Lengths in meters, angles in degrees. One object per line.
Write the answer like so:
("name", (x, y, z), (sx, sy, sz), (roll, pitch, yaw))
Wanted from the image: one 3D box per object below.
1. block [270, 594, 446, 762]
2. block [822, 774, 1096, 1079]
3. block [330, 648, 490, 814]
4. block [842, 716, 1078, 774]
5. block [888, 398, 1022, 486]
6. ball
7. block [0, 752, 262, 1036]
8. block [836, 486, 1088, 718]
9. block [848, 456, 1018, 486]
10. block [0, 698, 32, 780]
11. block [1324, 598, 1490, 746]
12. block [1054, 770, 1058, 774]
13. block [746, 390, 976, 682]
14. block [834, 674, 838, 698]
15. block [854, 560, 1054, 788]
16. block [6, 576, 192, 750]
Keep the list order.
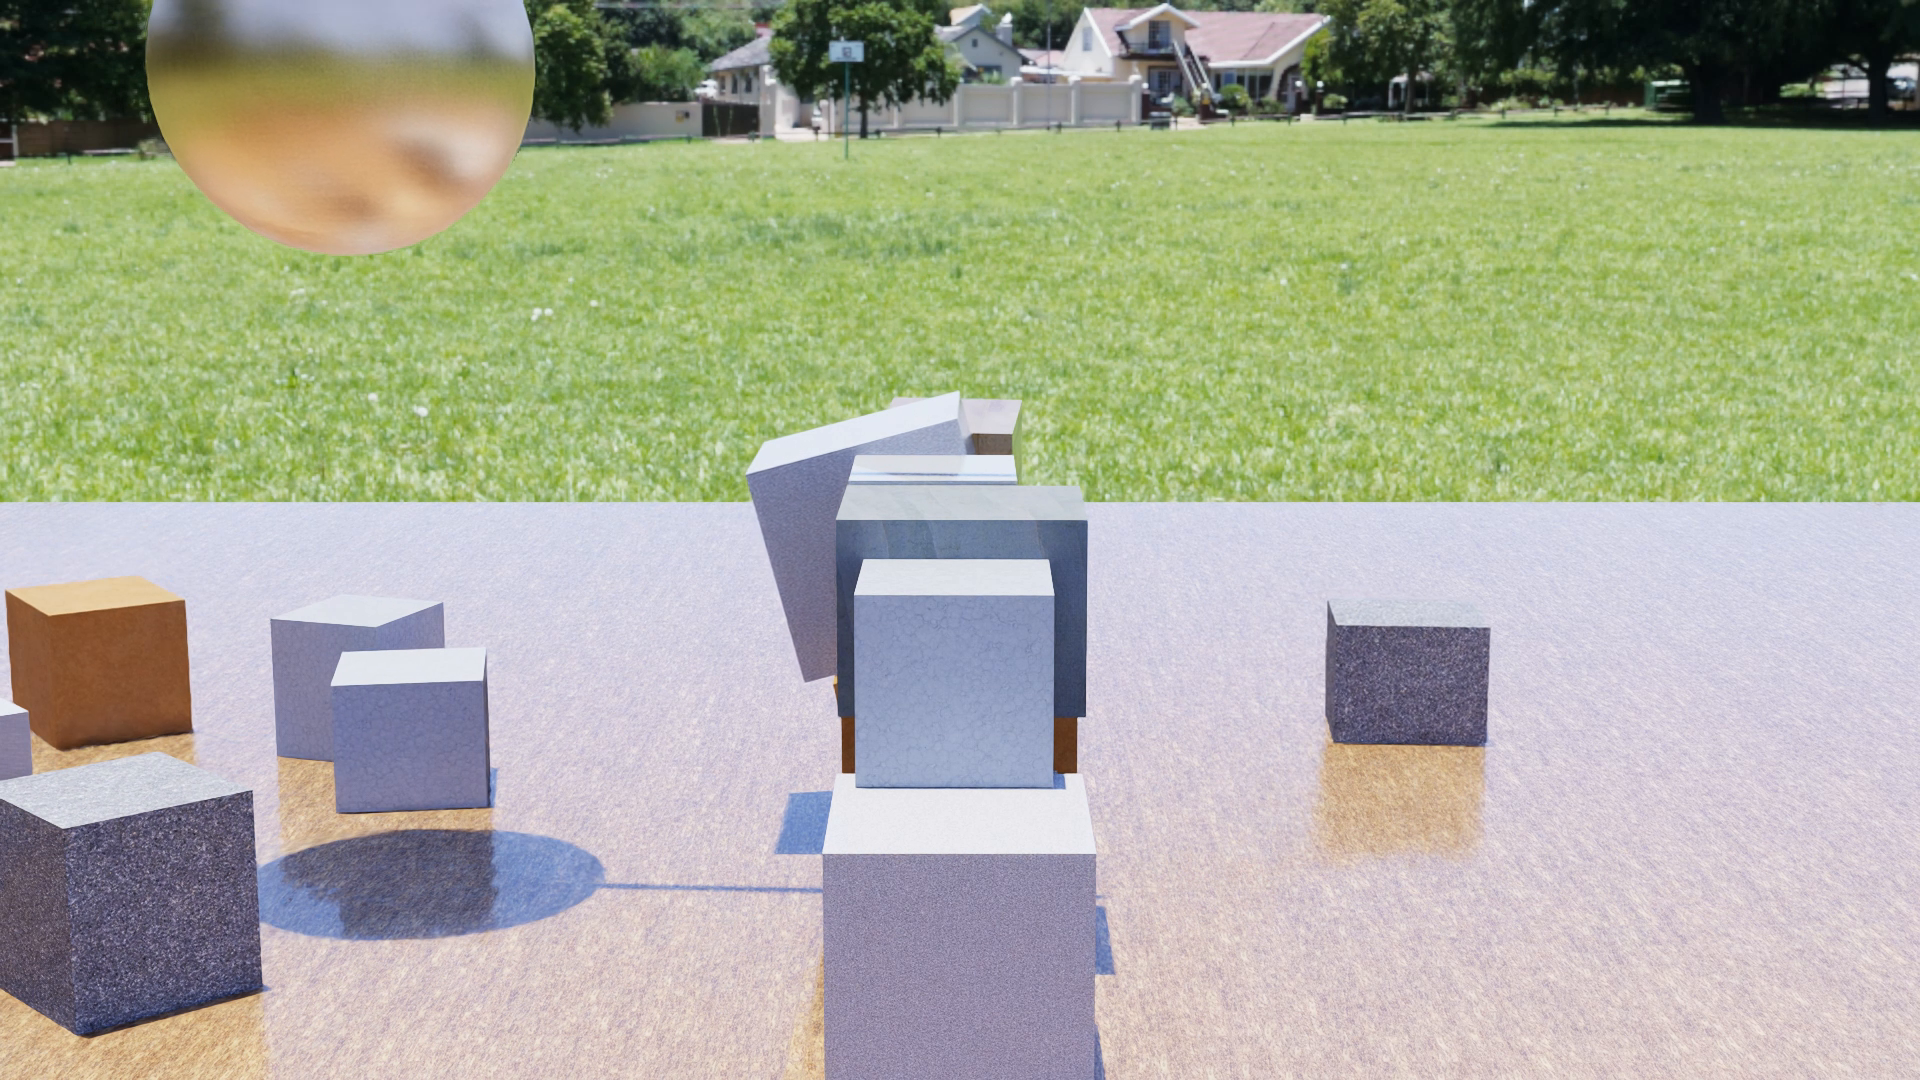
("block", (-3.155, 0.728, 13.516), (0.625, 0.732, 0.668), (4, 11, 19))
("block", (-0.002, 1.422, 9.059), (0.907, 0.961, 0.983), (0, 10, 0))
("block", (-2.705, 0.929, 12.696), (0.715, 0.629, 0.734), (-2, 10, -9))
("block", (-0.002, 1.044, 10.955), (0.954, 1.027, 1.071), (0, 10, 0))
("block", (-0.043, -0.293, 12.870), (0.659, 0.687, 0.701), (2, 17, 5))
("ball", (-2.599, -2.003, 10.816), (1.600, 1.600, 1.600), (0, 10, 0))
("block", (-3.259, 1.345, 9.949), (0.754, 0.794, 0.785), (-10, 14, -42))
("block", (0.011, 0.232, 10.364), (0.971, 0.782, 0.844), (0, 10, 1))
("block", (-0.113, 0.082, 11.138), (0.703, 0.801, 0.724), (0, 10, 0))
("block", (-4.578, 1.111, 11.443), (0.677, 0.719, 0.599), (-9, 13, -39))
("block", (2.410, 0.705, 13.897), (0.801, 0.641, 0.713), (1, 10, 4))
("block", (0.008, 1.369, 10.010), (0.771, 0.725, 0.887), (0, 10, 0))
("block", (-0.354, -0.037, 12.004), (0.980, 0.988, 1.011), (-15, 10, 3))
("block", (-0.107, 0.890, 11.856), (0.723, 0.850, 0.738), (-15, 10, 3))
("block", (-0.018, 0.483, 9.585), (0.715, 0.706, 0.765), (0, 9, 0))
("block", (-4.690, 0.651, 13.965), (0.721, 0.722, 0.834), (-7, 12, -34))
